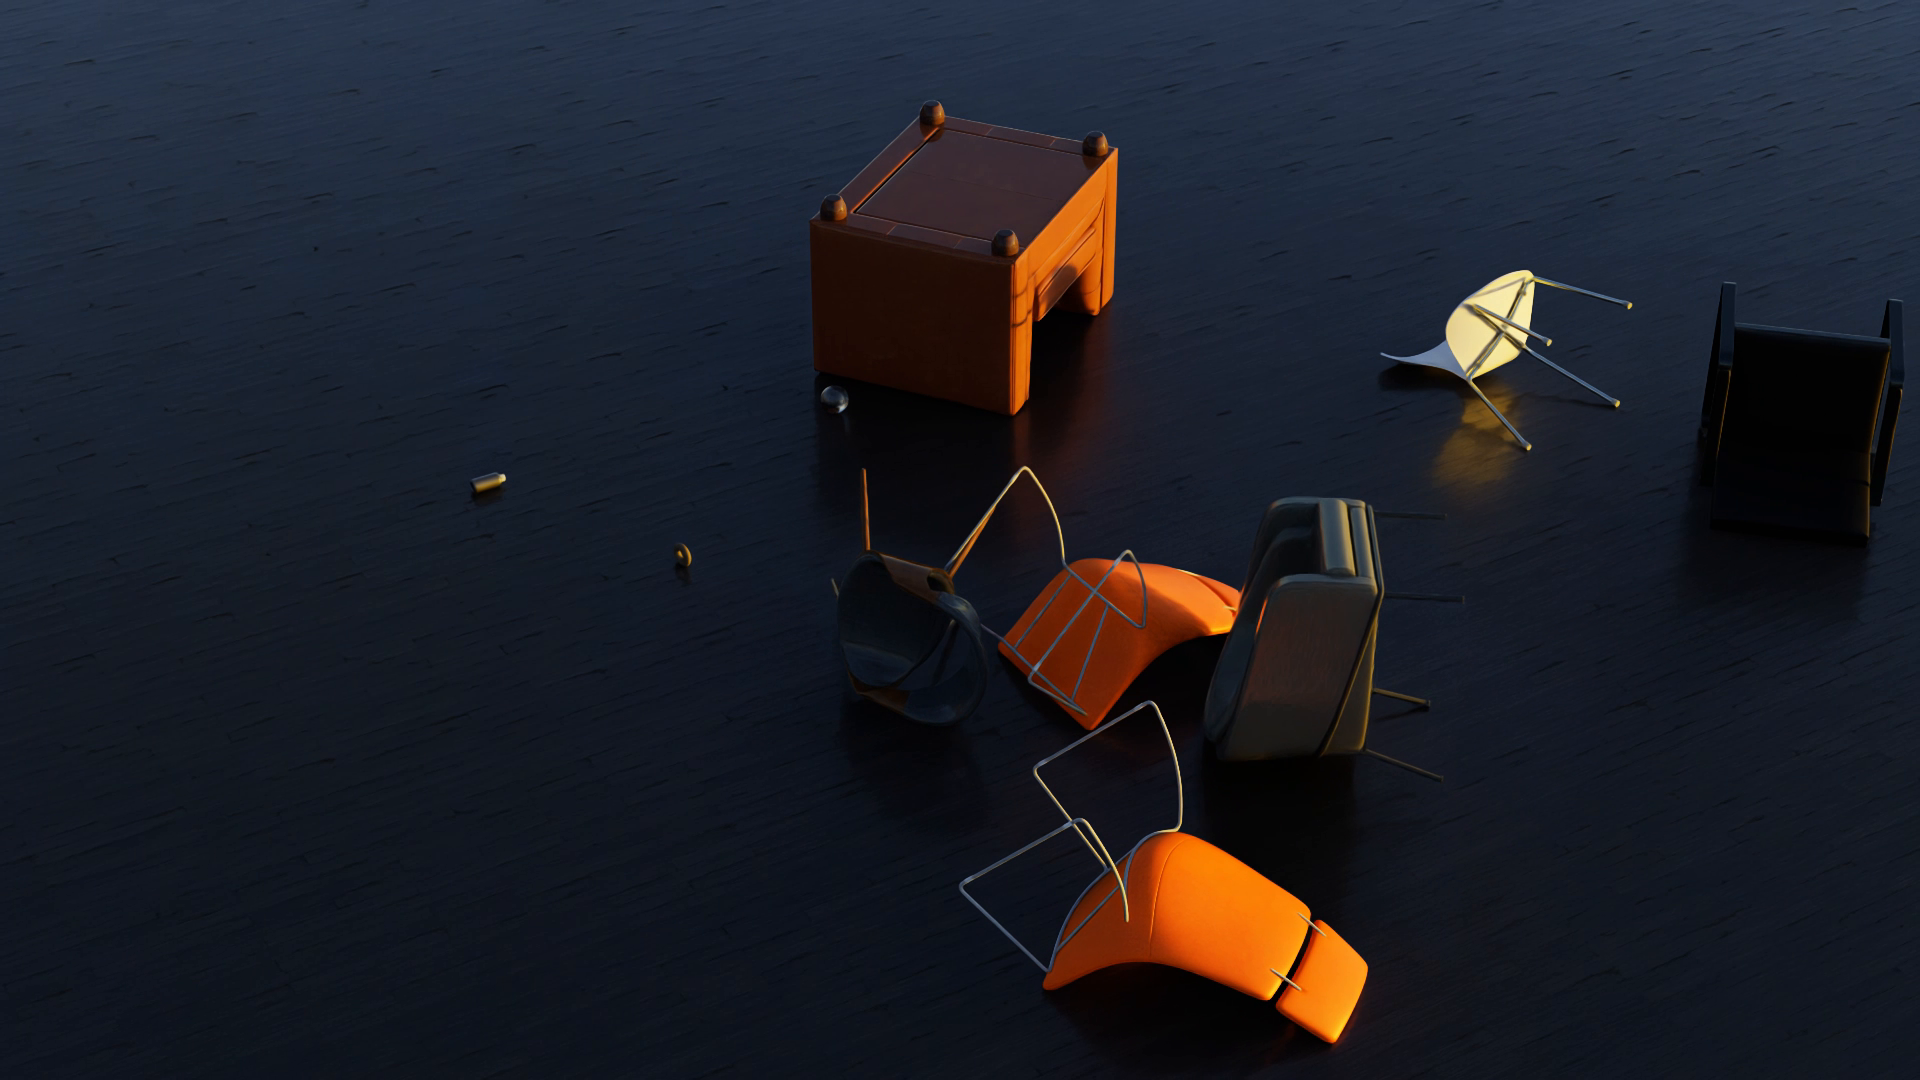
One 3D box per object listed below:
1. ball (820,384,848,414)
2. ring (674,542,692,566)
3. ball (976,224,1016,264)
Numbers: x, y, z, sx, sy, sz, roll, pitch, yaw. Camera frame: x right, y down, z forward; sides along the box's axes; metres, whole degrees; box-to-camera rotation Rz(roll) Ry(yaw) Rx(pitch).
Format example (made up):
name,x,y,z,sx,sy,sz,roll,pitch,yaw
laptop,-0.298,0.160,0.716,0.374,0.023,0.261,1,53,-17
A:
name,x,y,z,sx,sy,sz,roll,pitch,yaw
ball,-0.500,-0.561,11.691,0.115,0.115,0.115,0,33,0
ring,-1.022,0.053,10.783,0.025,0.091,0.102,-24,27,-32
ball,0.153,-1.286,12.741,0.172,0.172,0.172,0,33,0
